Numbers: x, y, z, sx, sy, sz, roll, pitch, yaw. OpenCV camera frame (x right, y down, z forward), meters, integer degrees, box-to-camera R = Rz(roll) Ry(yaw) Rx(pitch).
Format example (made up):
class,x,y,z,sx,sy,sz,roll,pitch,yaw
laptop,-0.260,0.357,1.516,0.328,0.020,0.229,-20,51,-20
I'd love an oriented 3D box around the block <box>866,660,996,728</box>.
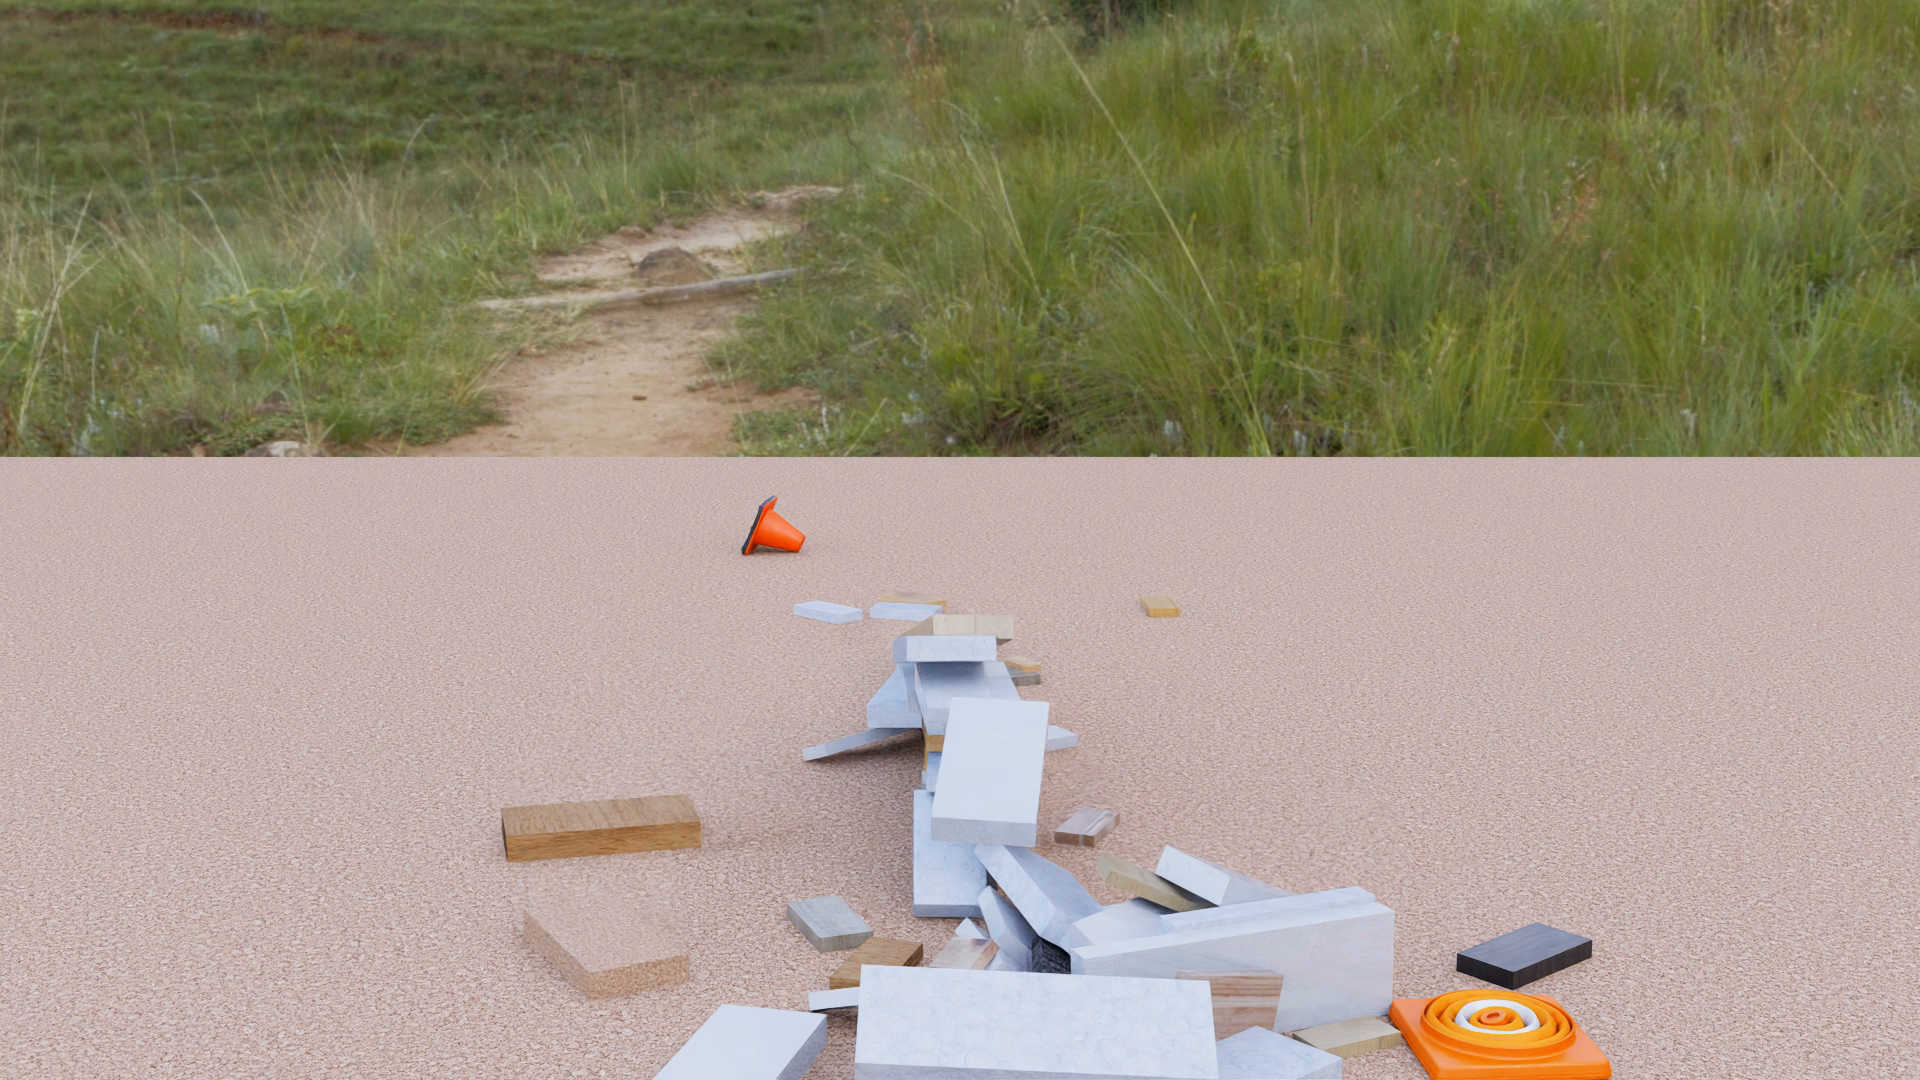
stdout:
class,x,y,z,sx,sy,sz,roll,pitch,yaw
block,-0.054,0.301,4.697,0.169,0.048,0.564,-1,11,11

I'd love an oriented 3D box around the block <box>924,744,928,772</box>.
class,x,y,z,sx,sy,sz,roll,pitch,yaw
block,0.010,0.387,4.080,0.144,0.041,0.354,0,1,0

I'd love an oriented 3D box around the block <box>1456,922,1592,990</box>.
class,x,y,z,sx,sy,sz,roll,pitch,yaw
block,0.862,0.634,3.355,0.203,0.029,0.102,-9,14,-40

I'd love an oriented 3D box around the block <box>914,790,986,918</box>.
class,x,y,z,sx,sy,sz,roll,pitch,yaw
block,-0.017,0.514,3.619,0.118,0.033,0.236,1,44,-2

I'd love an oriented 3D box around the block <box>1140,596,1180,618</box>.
class,x,y,z,sx,sy,sz,roll,pitch,yaw
block,0.530,0.176,5.836,0.080,0.023,0.159,-1,11,-4

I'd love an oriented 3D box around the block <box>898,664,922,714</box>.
class,x,y,z,sx,sy,sz,roll,pitch,yaw
block,-0.039,0.282,4.540,0.160,0.045,0.372,-4,11,-4

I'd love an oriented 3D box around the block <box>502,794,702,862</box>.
class,x,y,z,sx,sy,sz,roll,pitch,yaw
block,-0.645,0.515,3.942,0.338,0.048,0.169,-3,11,-14

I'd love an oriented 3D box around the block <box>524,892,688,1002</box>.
class,x,y,z,sx,sy,sz,roll,pitch,yaw
block,-0.548,0.621,3.380,0.154,0.044,0.308,-6,12,-29

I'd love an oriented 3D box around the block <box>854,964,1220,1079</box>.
class,x,y,z,sx,sy,sz,roll,pitch,yaw
block,0.097,0.634,2.828,0.456,0.046,0.163,3,36,-1

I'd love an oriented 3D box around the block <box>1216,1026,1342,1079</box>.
class,x,y,z,sx,sy,sz,roll,pitch,yaw
block,0.349,0.716,2.875,0.295,0.042,0.148,-10,14,-42

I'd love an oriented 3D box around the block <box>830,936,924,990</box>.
class,x,y,z,sx,sy,sz,roll,pitch,yaw
block,-0.125,0.644,3.313,0.087,0.025,0.174,3,11,18

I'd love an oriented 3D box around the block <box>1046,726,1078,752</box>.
class,x,y,z,sx,sy,sz,roll,pitch,yaw
block,0.147,0.416,4.540,0.173,0.024,0.086,-6,12,-31

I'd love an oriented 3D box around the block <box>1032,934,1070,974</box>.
class,x,y,z,sx,sy,sz,roll,pitch,yaw
block,0.155,0.633,3.207,0.099,0.028,0.199,31,8,-3

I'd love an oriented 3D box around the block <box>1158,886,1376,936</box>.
class,x,y,z,sx,sy,sz,roll,pitch,yaw
block,0.441,0.602,3.153,0.327,0.163,0.046,-4,10,-22

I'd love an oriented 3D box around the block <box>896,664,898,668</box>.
class,x,y,z,sx,sy,sz,roll,pitch,yaw
block,-0.030,0.262,5.248,0.169,0.048,0.338,2,7,11

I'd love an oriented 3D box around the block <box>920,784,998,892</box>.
class,x,y,z,sx,sy,sz,roll,pitch,yaw
block,-0.003,0.508,3.675,0.118,0.033,0.236,0,44,-3

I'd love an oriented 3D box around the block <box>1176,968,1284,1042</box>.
class,x,y,z,sx,sy,sz,roll,pitch,yaw
block,0.360,0.639,2.994,0.203,0.102,0.029,10,2,-45

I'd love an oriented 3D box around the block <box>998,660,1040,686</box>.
class,x,y,z,sx,sy,sz,roll,pitch,yaw
block,0.123,0.310,5.117,0.080,0.023,0.159,-4,11,-18

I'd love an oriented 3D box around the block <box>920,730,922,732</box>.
class,x,y,z,sx,sy,sz,roll,pitch,yaw
block,-0.026,0.377,4.562,0.106,0.015,0.053,-12,-25,-41

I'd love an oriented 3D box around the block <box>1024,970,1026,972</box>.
class,x,y,z,sx,sy,sz,roll,pitch,yaw
block,0.169,0.652,2.926,0.203,0.029,0.102,19,45,-9

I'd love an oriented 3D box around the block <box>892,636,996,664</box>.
class,x,y,z,sx,sy,sz,roll,pitch,yaw
block,-0.032,0.204,4.085,0.160,0.045,0.320,0,-4,-6

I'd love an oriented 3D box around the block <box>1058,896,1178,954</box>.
class,x,y,z,sx,sy,sz,roll,pitch,yaw
block,0.286,0.599,3.247,0.148,0.042,0.295,42,26,25

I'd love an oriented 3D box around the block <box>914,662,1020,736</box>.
class,x,y,z,sx,sy,sz,roll,pitch,yaw
block,0.013,0.283,3.975,0.167,0.047,0.334,-1,10,-5

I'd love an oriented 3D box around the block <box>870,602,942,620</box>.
class,x,y,z,sx,sy,sz,roll,pitch,yaw
block,-0.141,0.188,5.767,0.173,0.024,0.086,3,11,15

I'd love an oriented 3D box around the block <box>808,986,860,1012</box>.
class,x,y,z,sx,sy,sz,roll,pitch,yaw
block,-0.127,0.651,3.138,0.174,0.025,0.087,-6,-14,-3

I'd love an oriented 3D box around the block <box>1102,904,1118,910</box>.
class,x,y,z,sx,sy,sz,roll,pitch,yaw
block,0.277,0.603,3.550,0.119,0.017,0.059,-4,11,-23

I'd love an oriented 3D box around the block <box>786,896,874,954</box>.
class,x,y,z,sx,sy,sz,roll,pitch,yaw
block,-0.208,0.610,3.495,0.087,0.025,0.174,-4,11,-21

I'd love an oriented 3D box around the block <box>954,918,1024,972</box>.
class,x,y,z,sx,sy,sz,roll,pitch,yaw
block,0.062,0.625,3.226,0.099,0.028,0.199,42,-3,-17

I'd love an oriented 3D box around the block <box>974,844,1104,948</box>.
class,x,y,z,sx,sy,sz,roll,pitch,yaw
block,0.149,0.565,3.430,0.167,0.047,0.376,31,2,-19

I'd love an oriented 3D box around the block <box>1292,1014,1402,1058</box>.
class,x,y,z,sx,sy,sz,roll,pitch,yaw
block,0.538,0.694,3.059,0.136,0.019,0.068,-5,12,-27

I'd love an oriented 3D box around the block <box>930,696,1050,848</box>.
class,x,y,z,sx,sy,sz,roll,pitch,yaw
block,0.053,0.378,3.630,0.167,0.047,0.334,3,31,5

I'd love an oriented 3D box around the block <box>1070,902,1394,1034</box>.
class,x,y,z,sx,sy,sz,roll,pitch,yaw
block,0.387,0.620,3.083,0.489,0.154,0.044,-4,10,-22

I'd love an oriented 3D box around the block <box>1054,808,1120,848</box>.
class,x,y,z,sx,sy,sz,roll,pitch,yaw
block,0.231,0.520,3.985,0.075,0.021,0.149,4,11,22

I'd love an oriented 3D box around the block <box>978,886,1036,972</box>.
class,x,y,z,sx,sy,sz,roll,pitch,yaw
block,0.084,0.602,3.363,0.099,0.028,0.199,42,3,-12

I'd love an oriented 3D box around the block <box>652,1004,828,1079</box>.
class,x,y,z,sx,sy,sz,roll,pitch,yaw
block,-0.297,0.705,2.932,0.154,0.044,0.308,3,11,14

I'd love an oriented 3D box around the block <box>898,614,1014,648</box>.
class,x,y,z,sx,sy,sz,roll,pitch,yaw
block,-0.014,0.197,4.398,0.160,0.045,0.320,2,-11,-15

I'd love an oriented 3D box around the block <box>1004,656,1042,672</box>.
class,x,y,z,sx,sy,sz,roll,pitch,yaw
block,0.146,0.290,5.126,0.048,0.014,0.096,-6,12,-29

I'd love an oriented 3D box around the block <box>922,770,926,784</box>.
class,x,y,z,sx,sy,sz,roll,pitch,yaw
block,-0.018,0.450,3.832,0.090,0.025,0.179,0,18,-3

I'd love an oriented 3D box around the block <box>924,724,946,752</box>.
class,x,y,z,sx,sy,sz,roll,pitch,yaw
block,0.008,0.347,3.999,0.144,0.041,0.289,0,1,-2

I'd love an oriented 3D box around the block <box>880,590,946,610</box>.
class,x,y,z,sx,sy,sz,roll,pitch,yaw
block,-0.124,0.164,5.893,0.086,0.024,0.173,-9,14,-40

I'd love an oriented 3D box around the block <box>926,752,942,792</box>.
class,x,y,z,sx,sy,sz,roll,pitch,yaw
block,0.003,0.395,3.781,0.118,0.033,0.236,0,4,0

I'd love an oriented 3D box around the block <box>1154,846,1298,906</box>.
class,x,y,z,sx,sy,sz,roll,pitch,yaw
block,0.472,0.555,3.354,0.327,0.046,0.163,24,-3,-31

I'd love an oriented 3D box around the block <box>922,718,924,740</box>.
class,x,y,z,sx,sy,sz,roll,pitch,yaw
block,0.000,0.339,4.266,0.144,0.041,0.289,0,-17,-2

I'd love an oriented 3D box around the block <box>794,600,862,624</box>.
class,x,y,z,sx,sy,sz,roll,pitch,yaw
block,-0.346,0.189,5.763,0.173,0.024,0.086,10,14,42

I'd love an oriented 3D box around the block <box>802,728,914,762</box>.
class,x,y,z,sx,sy,sz,roll,pitch,yaw
block,-0.154,0.393,4.524,0.365,0.024,0.084,-13,-4,-39

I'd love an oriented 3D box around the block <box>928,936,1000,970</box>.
class,x,y,z,sx,sy,sz,roll,pitch,yaw
block,0.006,0.606,3.190,0.059,0.017,0.119,-47,16,-25

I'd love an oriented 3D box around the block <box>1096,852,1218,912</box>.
class,x,y,z,sx,sy,sz,roll,pitch,yaw
block,0.386,0.562,3.329,0.380,0.021,0.075,23,9,-11
